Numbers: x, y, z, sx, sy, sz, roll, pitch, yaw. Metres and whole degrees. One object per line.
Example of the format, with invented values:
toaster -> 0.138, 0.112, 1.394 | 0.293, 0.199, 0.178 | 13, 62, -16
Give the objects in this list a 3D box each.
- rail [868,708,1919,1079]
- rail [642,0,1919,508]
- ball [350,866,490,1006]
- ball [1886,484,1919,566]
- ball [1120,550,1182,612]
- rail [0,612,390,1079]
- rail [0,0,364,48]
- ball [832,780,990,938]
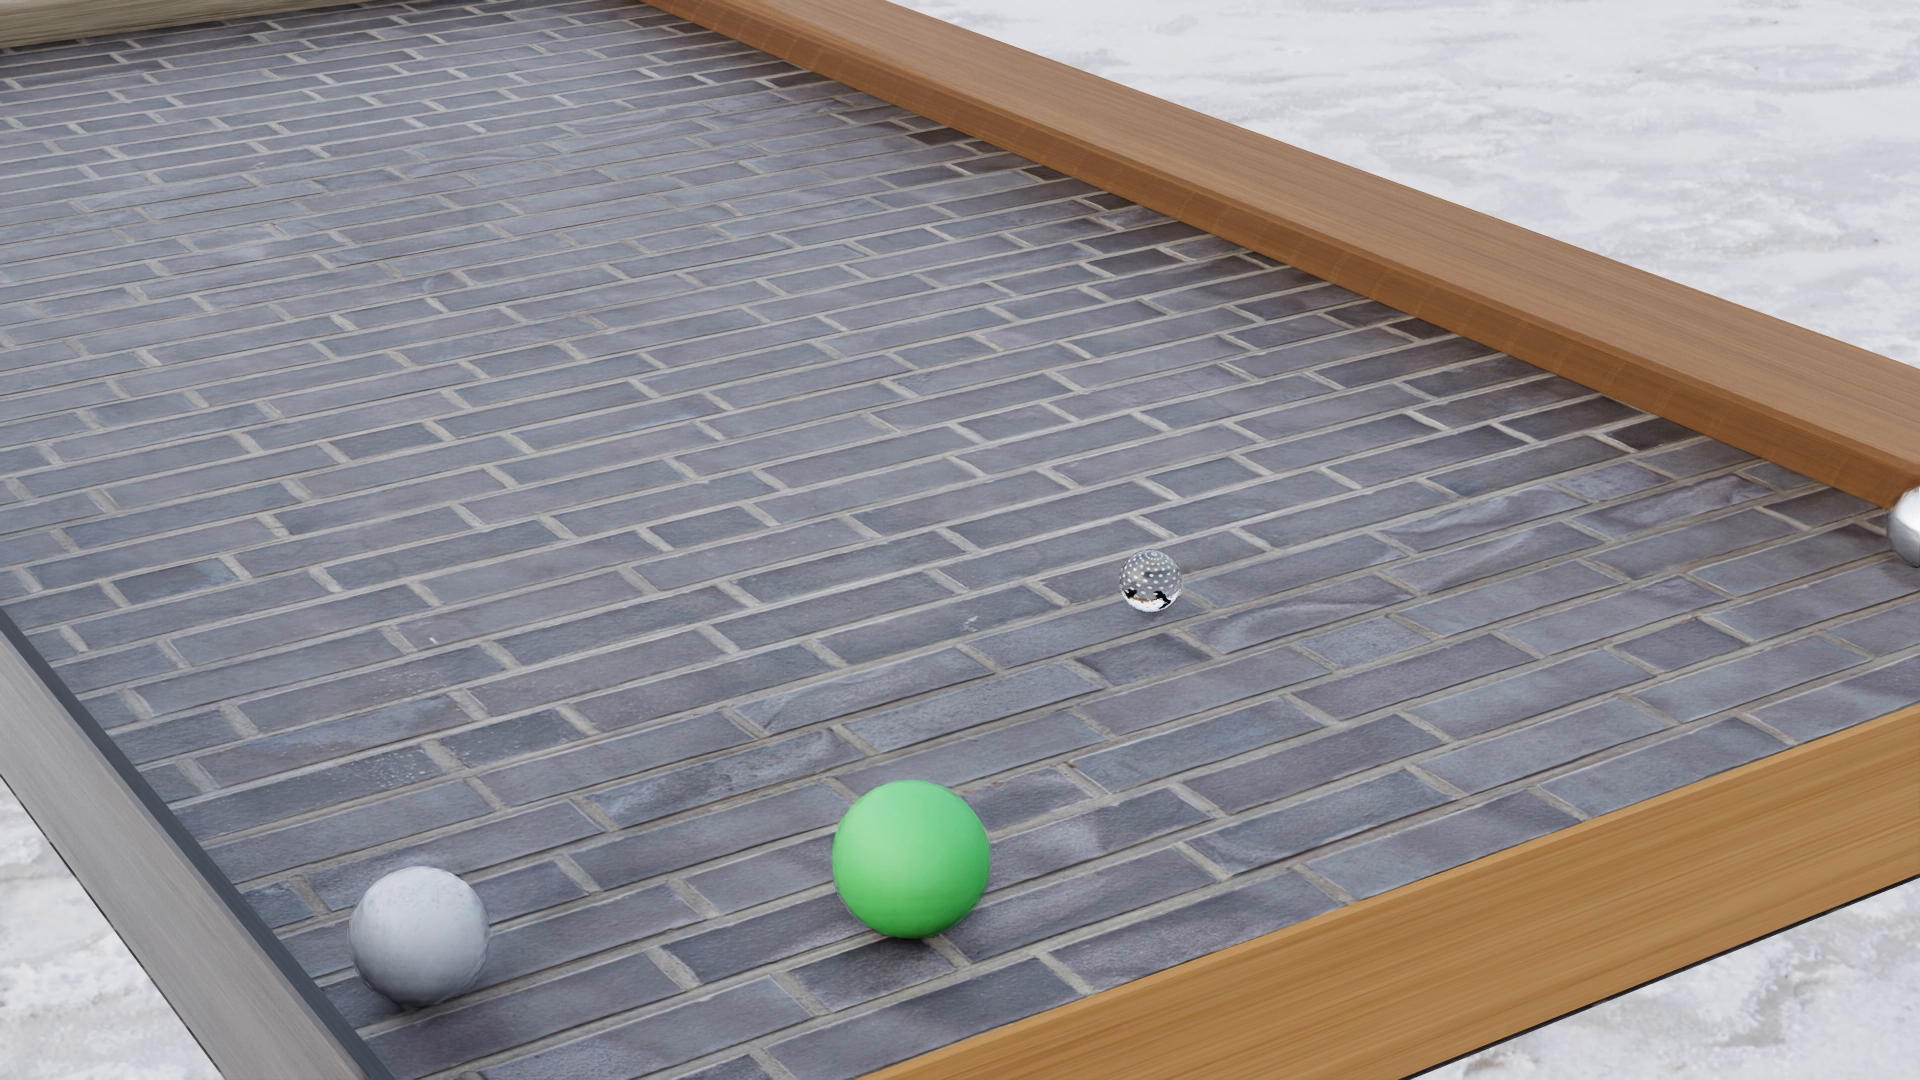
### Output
rail -> 0.387, 0.207, 1.764 | 1.480, 0.128, 0.045 | -14, 27, -30
rail -> 0.203, -0.421, 3.246 | 0.045, 0.128, 2.953 | -14, 27, -30
ball -> -0.322, 0.236, 1.756 | 0.083, 0.083, 0.083 | 0, 23, 0
ball -> 0.778, -0.011, 2.359 | 0.068, 0.068, 0.068 | 0, 23, 0
ball -> 0.148, 0.031, 2.282 | 0.049, 0.049, 0.049 | 0, 23, 0
rail -> -1.002, -0.118, 2.532 | 0.045, 0.128, 2.953 | -14, 27, -30
rail -> -1.187, -0.747, 4.014 | 1.480, 0.128, 0.045 | -14, 27, -30
ball -> -0.031, 0.198, 1.826 | 0.098, 0.098, 0.098 | 0, 23, 0
